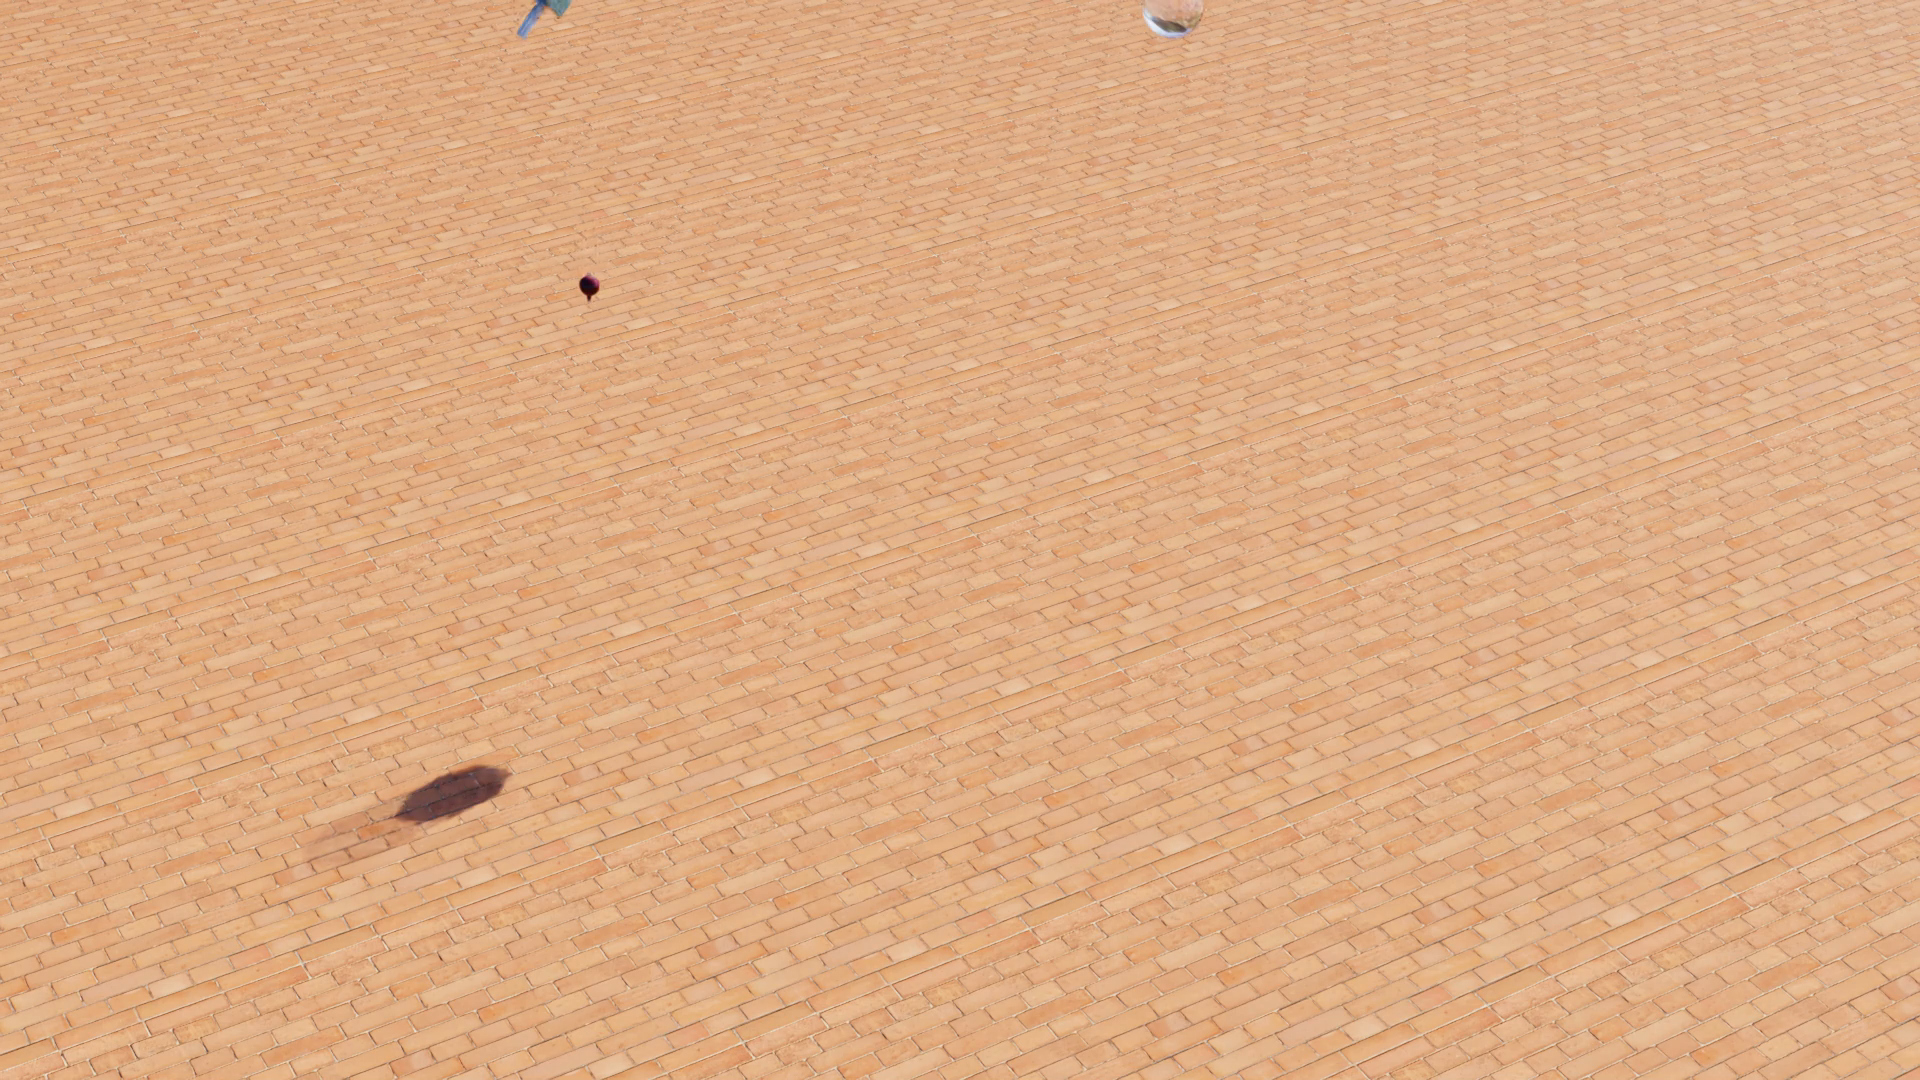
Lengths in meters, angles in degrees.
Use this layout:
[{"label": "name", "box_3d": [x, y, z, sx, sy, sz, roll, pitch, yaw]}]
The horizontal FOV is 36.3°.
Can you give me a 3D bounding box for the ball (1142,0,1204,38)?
[{"label": "ball", "box_3d": [0.746, -1.864, 10.260, 0.217, 0.217, 0.217, 0, 33, 0]}]
